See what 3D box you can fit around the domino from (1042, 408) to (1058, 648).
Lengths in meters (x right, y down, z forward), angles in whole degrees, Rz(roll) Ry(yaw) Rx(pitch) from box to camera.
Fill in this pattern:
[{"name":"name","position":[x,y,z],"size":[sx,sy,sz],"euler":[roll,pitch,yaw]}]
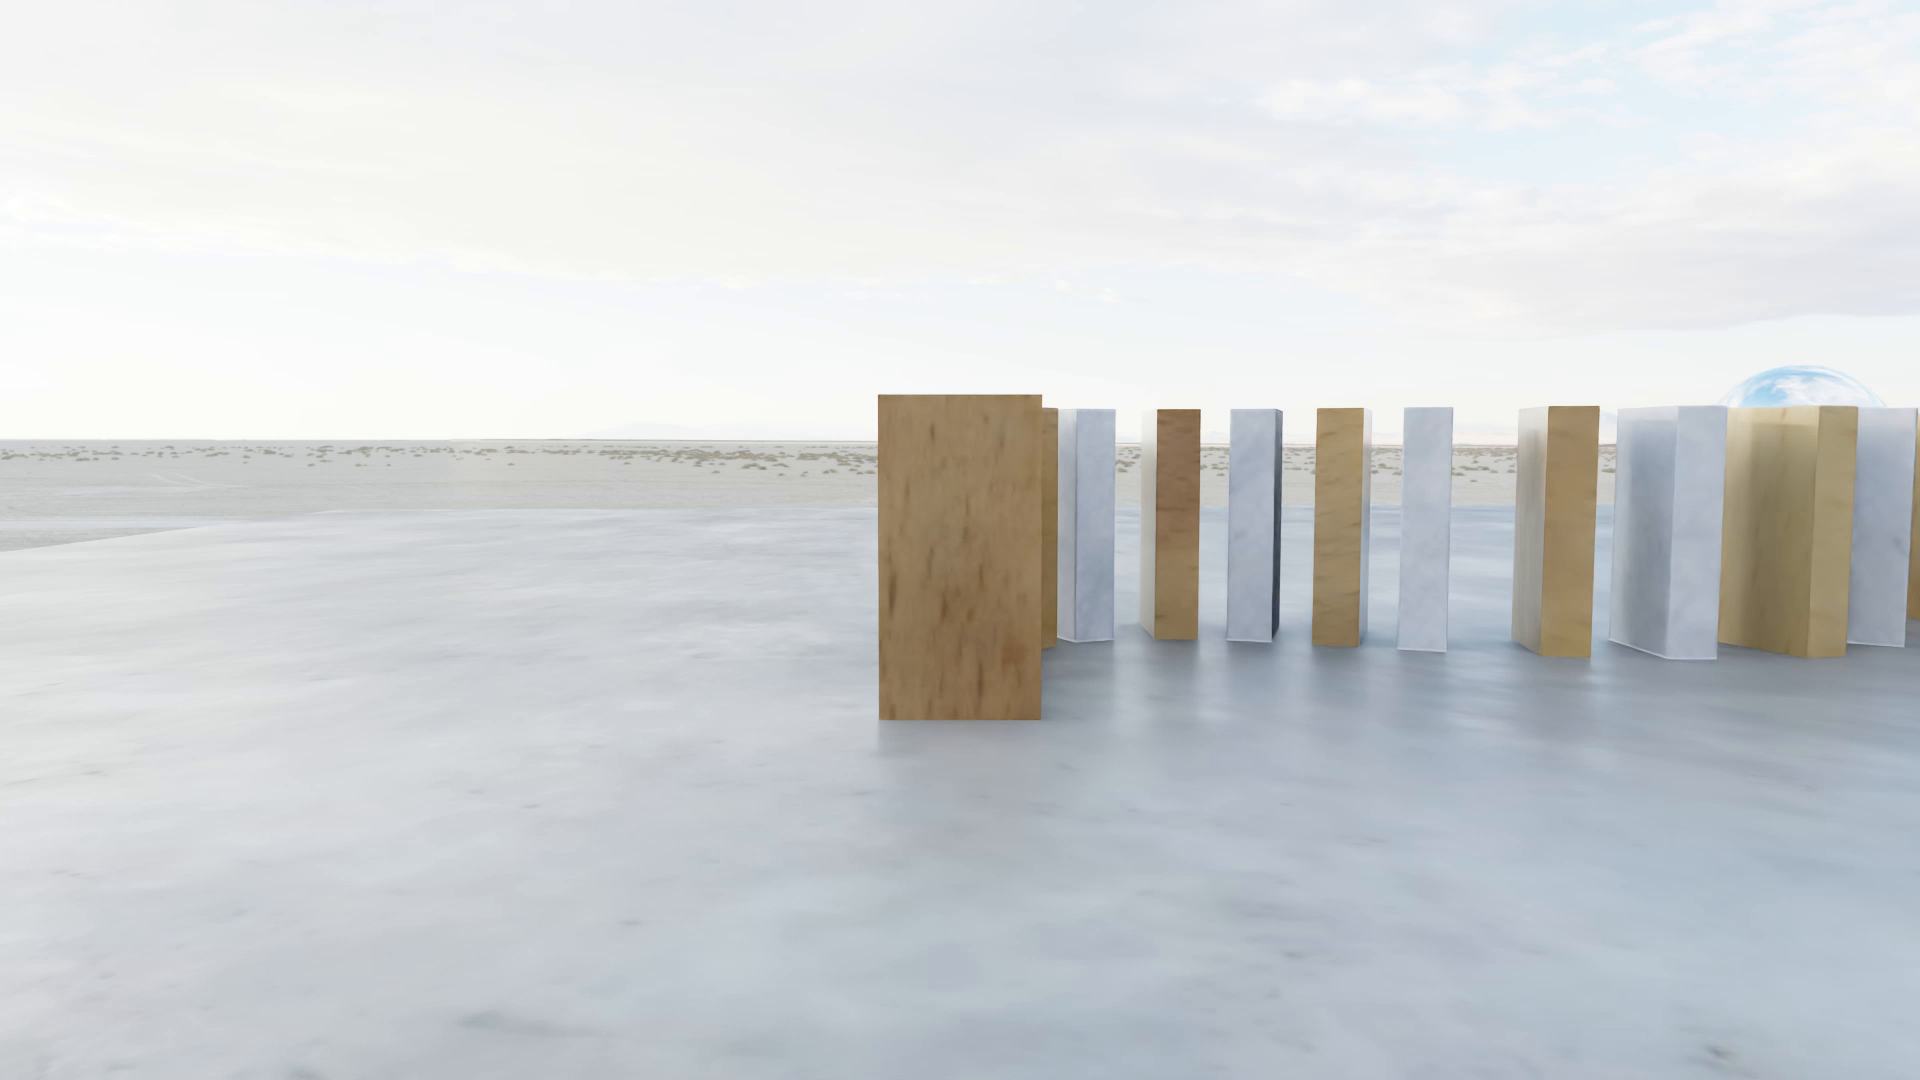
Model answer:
[{"name":"domino","position":[0.008,-0.003,0.273],"size":[0.025,0.050,0.010],"euler":[3,5,33]}]

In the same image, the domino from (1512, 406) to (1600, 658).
[{"name":"domino","position":[0.123,-0.002,0.267],"size":[0.010,0.050,0.025],"euler":[1,4,11]}]

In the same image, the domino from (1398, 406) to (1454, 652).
[{"name":"domino","position":[0.100,-0.003,0.274],"size":[0.010,0.050,0.025],"euler":[2,5,21]}]

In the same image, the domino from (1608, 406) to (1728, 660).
[{"name":"domino","position":[0.145,-0.002,0.264],"size":[0.010,0.050,0.025],"euler":[0,4,2]}]

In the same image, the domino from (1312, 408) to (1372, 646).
[{"name":"domino","position":[0.084,-0.003,0.280],"size":[0.009,0.050,0.025],"euler":[2,5,21]}]

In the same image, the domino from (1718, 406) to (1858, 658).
[{"name":"domino","position":[0.170,-0.002,0.266],"size":[0.010,0.050,0.025],"euler":[-1,4,-13]}]

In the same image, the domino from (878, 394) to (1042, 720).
[{"name":"domino","position":[0.000,0.002,0.201],"size":[0.025,0.050,0.009],"euler":[0,4,0]}]

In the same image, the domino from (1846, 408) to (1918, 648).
[{"name":"domino","position":[0.191,-0.003,0.278],"size":[0.025,0.050,0.010],"euler":[3,5,38]}]

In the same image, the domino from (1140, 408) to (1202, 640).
[{"name":"domino","position":[0.047,-0.004,0.291],"size":[0.009,0.050,0.025],"euler":[0,4,1]}]

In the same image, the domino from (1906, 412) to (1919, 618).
[{"name":"domino","position":[0.236,-0.006,0.320],"size":[0.010,0.050,0.025],"euler":[-1,4,-14]}]

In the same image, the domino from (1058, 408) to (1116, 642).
[{"name":"domino","position":[0.024,-0.004,0.286],"size":[0.009,0.050,0.025],"euler":[-2,5,-23]}]

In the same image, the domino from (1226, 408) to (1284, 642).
[{"name":"domino","position":[0.066,-0.004,0.287],"size":[0.010,0.050,0.025],"euler":[1,5,18]}]

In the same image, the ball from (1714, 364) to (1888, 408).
[{"name":"ball","position":[0.397,-0.043,0.610],"size":[0.080,0.080,0.080],"euler":[0,4,0]}]
